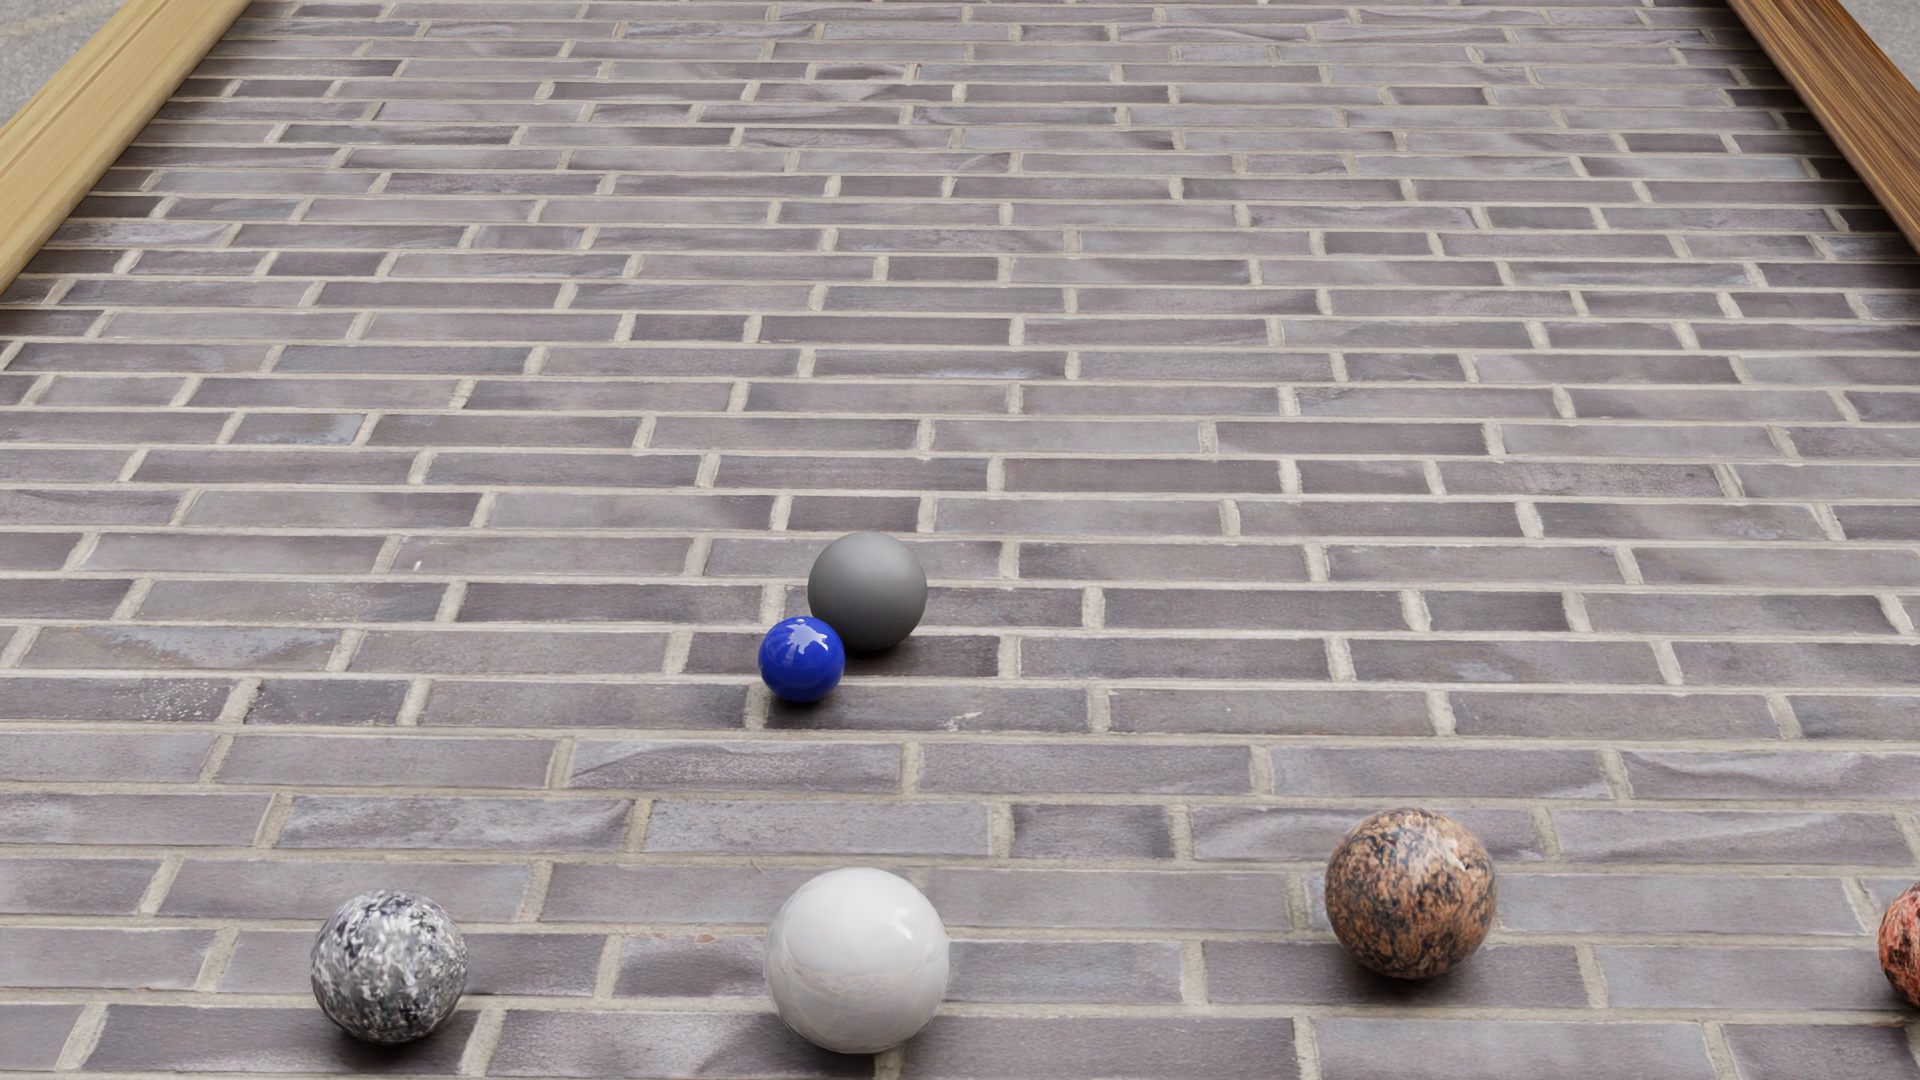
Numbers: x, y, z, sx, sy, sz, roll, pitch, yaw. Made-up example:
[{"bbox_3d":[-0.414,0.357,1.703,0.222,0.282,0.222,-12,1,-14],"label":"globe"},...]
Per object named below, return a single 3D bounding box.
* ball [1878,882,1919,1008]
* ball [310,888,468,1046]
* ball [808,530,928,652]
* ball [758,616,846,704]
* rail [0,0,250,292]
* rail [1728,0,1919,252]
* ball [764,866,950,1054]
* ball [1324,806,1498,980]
[{"bbox_3d":[0.495,0.203,1.469,0.069,0.069,0.069,0,26,0],"label":"ball"},{"bbox_3d":[-0.281,0.210,1.447,0.076,0.076,0.076,0,26,0],"label":"ball"},{"bbox_3d":[-0.057,0.032,1.811,0.074,0.074,0.074,0,26,0],"label":"ball"},{"bbox_3d":[-0.094,0.071,1.754,0.053,0.053,0.053,0,26,0],"label":"ball"},{"bbox_3d":[-0.743,-0.341,2.514,0.045,0.118,2.833,1,26,1],"label":"rail"},{"bbox_3d":[0.775,-0.326,2.484,0.045,0.118,2.833,1,26,1],"label":"rail"},{"bbox_3d":[-0.050,0.206,1.439,0.091,0.091,0.091,0,26,0],"label":"ball"},{"bbox_3d":[0.229,0.179,1.497,0.087,0.087,0.087,0,26,0],"label":"ball"}]
